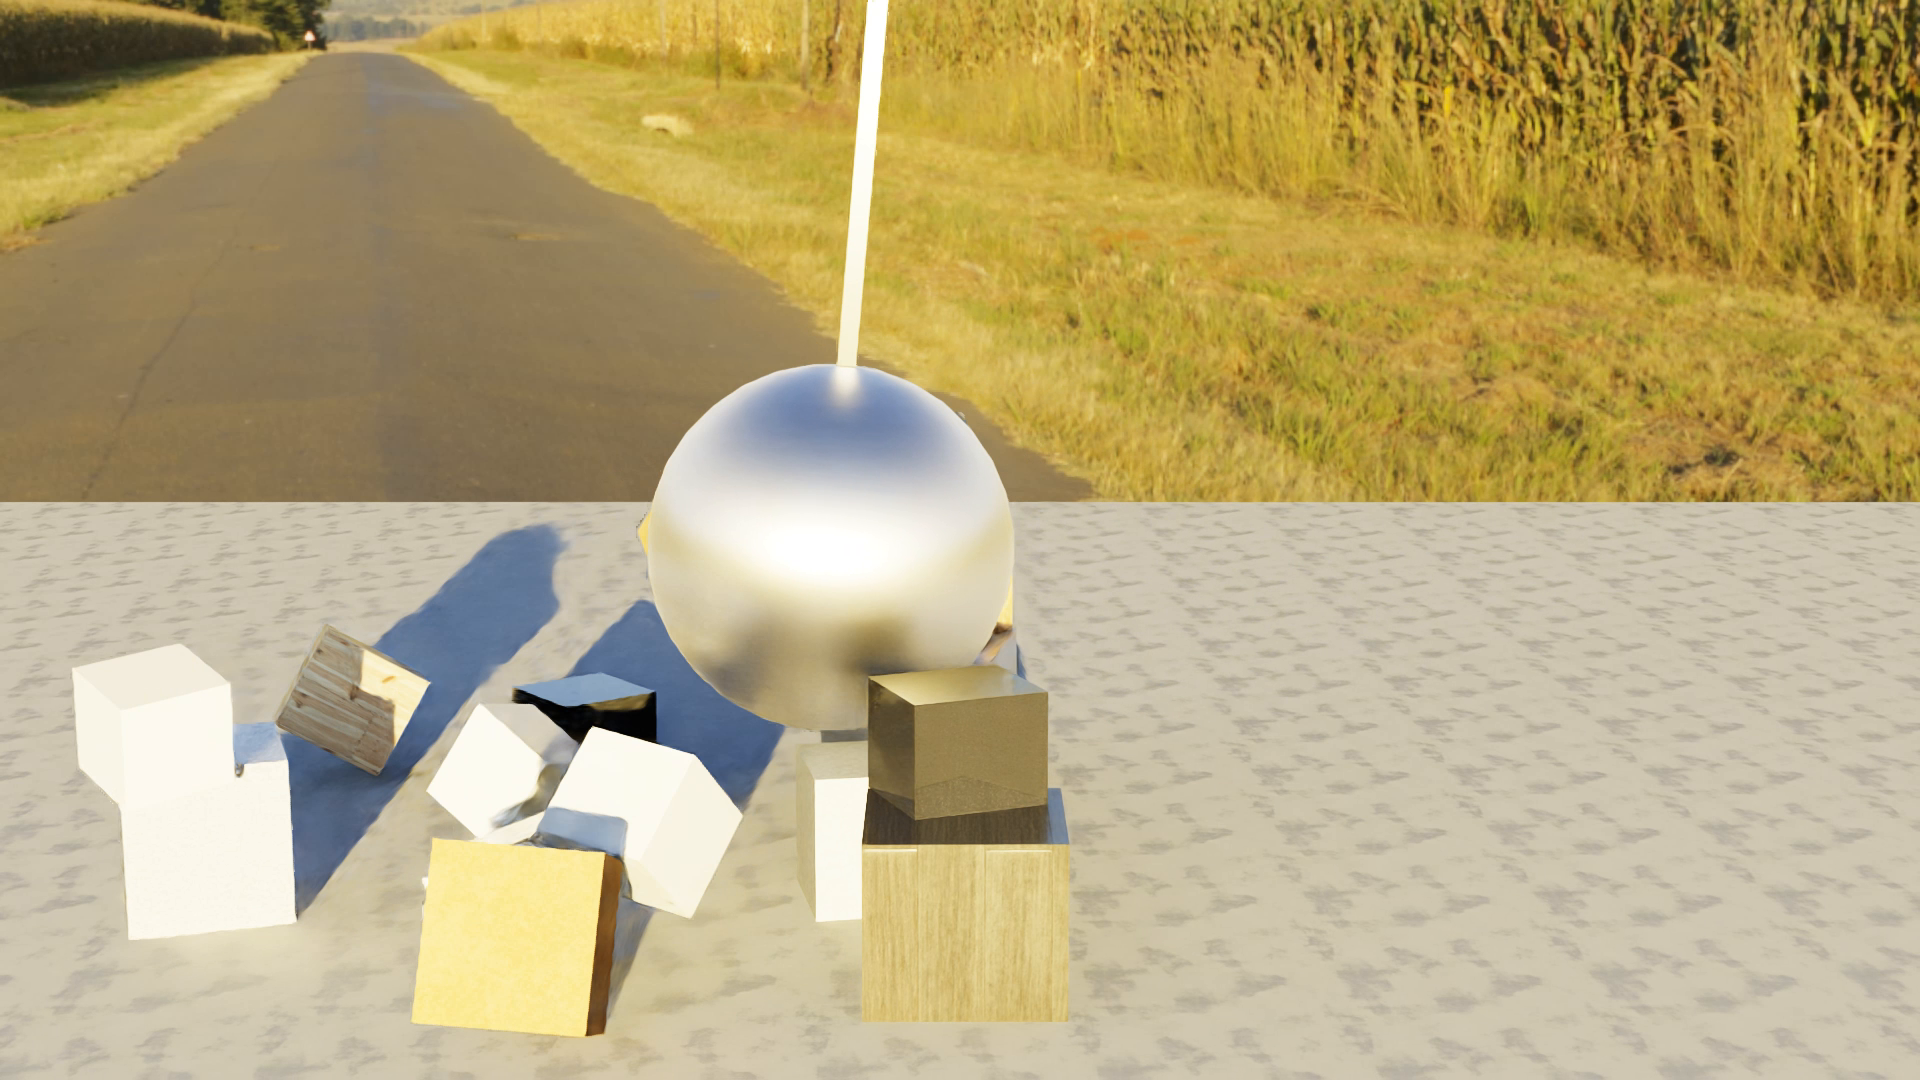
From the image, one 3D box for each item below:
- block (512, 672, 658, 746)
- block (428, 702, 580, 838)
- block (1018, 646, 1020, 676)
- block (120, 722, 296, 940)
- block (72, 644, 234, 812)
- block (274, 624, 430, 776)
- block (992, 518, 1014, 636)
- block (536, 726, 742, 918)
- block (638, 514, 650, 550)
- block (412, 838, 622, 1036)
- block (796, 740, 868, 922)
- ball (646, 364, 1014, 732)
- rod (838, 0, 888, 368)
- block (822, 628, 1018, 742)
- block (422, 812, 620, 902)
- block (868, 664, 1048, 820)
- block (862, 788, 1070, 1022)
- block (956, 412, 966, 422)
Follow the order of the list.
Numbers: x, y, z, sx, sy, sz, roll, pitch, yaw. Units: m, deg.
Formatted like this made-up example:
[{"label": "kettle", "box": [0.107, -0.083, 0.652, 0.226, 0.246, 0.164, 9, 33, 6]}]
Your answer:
[{"label": "block", "box": [-1.887, 0.975, 12.923, 0.511, 0.457, 0.539, -8, 13, -38]}, {"label": "block", "box": [-2.018, 1.069, 11.598, 0.460, 0.483, 0.409, 37, 12, 24]}, {"label": "block", "box": [-0.027, 0.881, 13.071, 0.569, 0.590, 0.553, 2, 11, 11]}, {"label": "block", "box": [-3.211, 1.220, 10.896, 0.665, 0.701, 0.689, -4, 11, -19]}, {"label": "block", "box": [-3.251, 0.748, 10.348, 0.456, 0.444, 0.455, -14, 29, -39]}, {"label": "block", "box": [-3.060, 0.798, 12.890, 0.562, 0.524, 0.547, 29, -6, -14]}, {"label": "block", "box": [-0.152, 0.177, 12.486, 0.599, 0.548, 0.573, 8, 13, 36]}, {"label": "block", "box": [-1.238, 1.097, 9.966, 0.489, 0.464, 0.502, 13, -28, 27]}, {"label": "block", "box": [-1.156, 0.015, 12.319, 0.498, 0.470, 0.527, 17, 31, -37]}, {"label": "block", "box": [-1.579, 1.436, 9.232, 0.600, 0.634, 0.656, 5, -10, -1]}, {"label": "block", "box": [-0.323, 1.235, 11.058, 0.689, 0.613, 0.592, -2, 11, -11]}, {"label": "ball", "box": [-0.562, 0.031, 11.186, 1.600, 1.600, 1.600, 0, 10, 0]}, {"label": "rod", "box": [-0.244, -3.299, 10.581, 0.080, 5.200, 0.080, 5, 10, -1]}, {"label": "block", "box": [-0.184, 0.896, 12.353, 0.789, 0.818, 0.827, 2, 10, 11]}, {"label": "block", "box": [-1.736, 1.392, 10.187, 0.494, 0.455, 0.516, -22, 6, 13]}, {"label": "block", "box": [-0.013, 0.788, 10.105, 0.558, 0.453, 0.507, -4, 11, -22]}, {"label": "block", "box": [0.018, 1.400, 9.936, 0.771, 0.691, 0.765, 0, 10, 0]}, {"label": "block", "box": [-0.230, -0.336, 12.379, 0.511, 0.499, 0.501, 0, 10, -2]}]
